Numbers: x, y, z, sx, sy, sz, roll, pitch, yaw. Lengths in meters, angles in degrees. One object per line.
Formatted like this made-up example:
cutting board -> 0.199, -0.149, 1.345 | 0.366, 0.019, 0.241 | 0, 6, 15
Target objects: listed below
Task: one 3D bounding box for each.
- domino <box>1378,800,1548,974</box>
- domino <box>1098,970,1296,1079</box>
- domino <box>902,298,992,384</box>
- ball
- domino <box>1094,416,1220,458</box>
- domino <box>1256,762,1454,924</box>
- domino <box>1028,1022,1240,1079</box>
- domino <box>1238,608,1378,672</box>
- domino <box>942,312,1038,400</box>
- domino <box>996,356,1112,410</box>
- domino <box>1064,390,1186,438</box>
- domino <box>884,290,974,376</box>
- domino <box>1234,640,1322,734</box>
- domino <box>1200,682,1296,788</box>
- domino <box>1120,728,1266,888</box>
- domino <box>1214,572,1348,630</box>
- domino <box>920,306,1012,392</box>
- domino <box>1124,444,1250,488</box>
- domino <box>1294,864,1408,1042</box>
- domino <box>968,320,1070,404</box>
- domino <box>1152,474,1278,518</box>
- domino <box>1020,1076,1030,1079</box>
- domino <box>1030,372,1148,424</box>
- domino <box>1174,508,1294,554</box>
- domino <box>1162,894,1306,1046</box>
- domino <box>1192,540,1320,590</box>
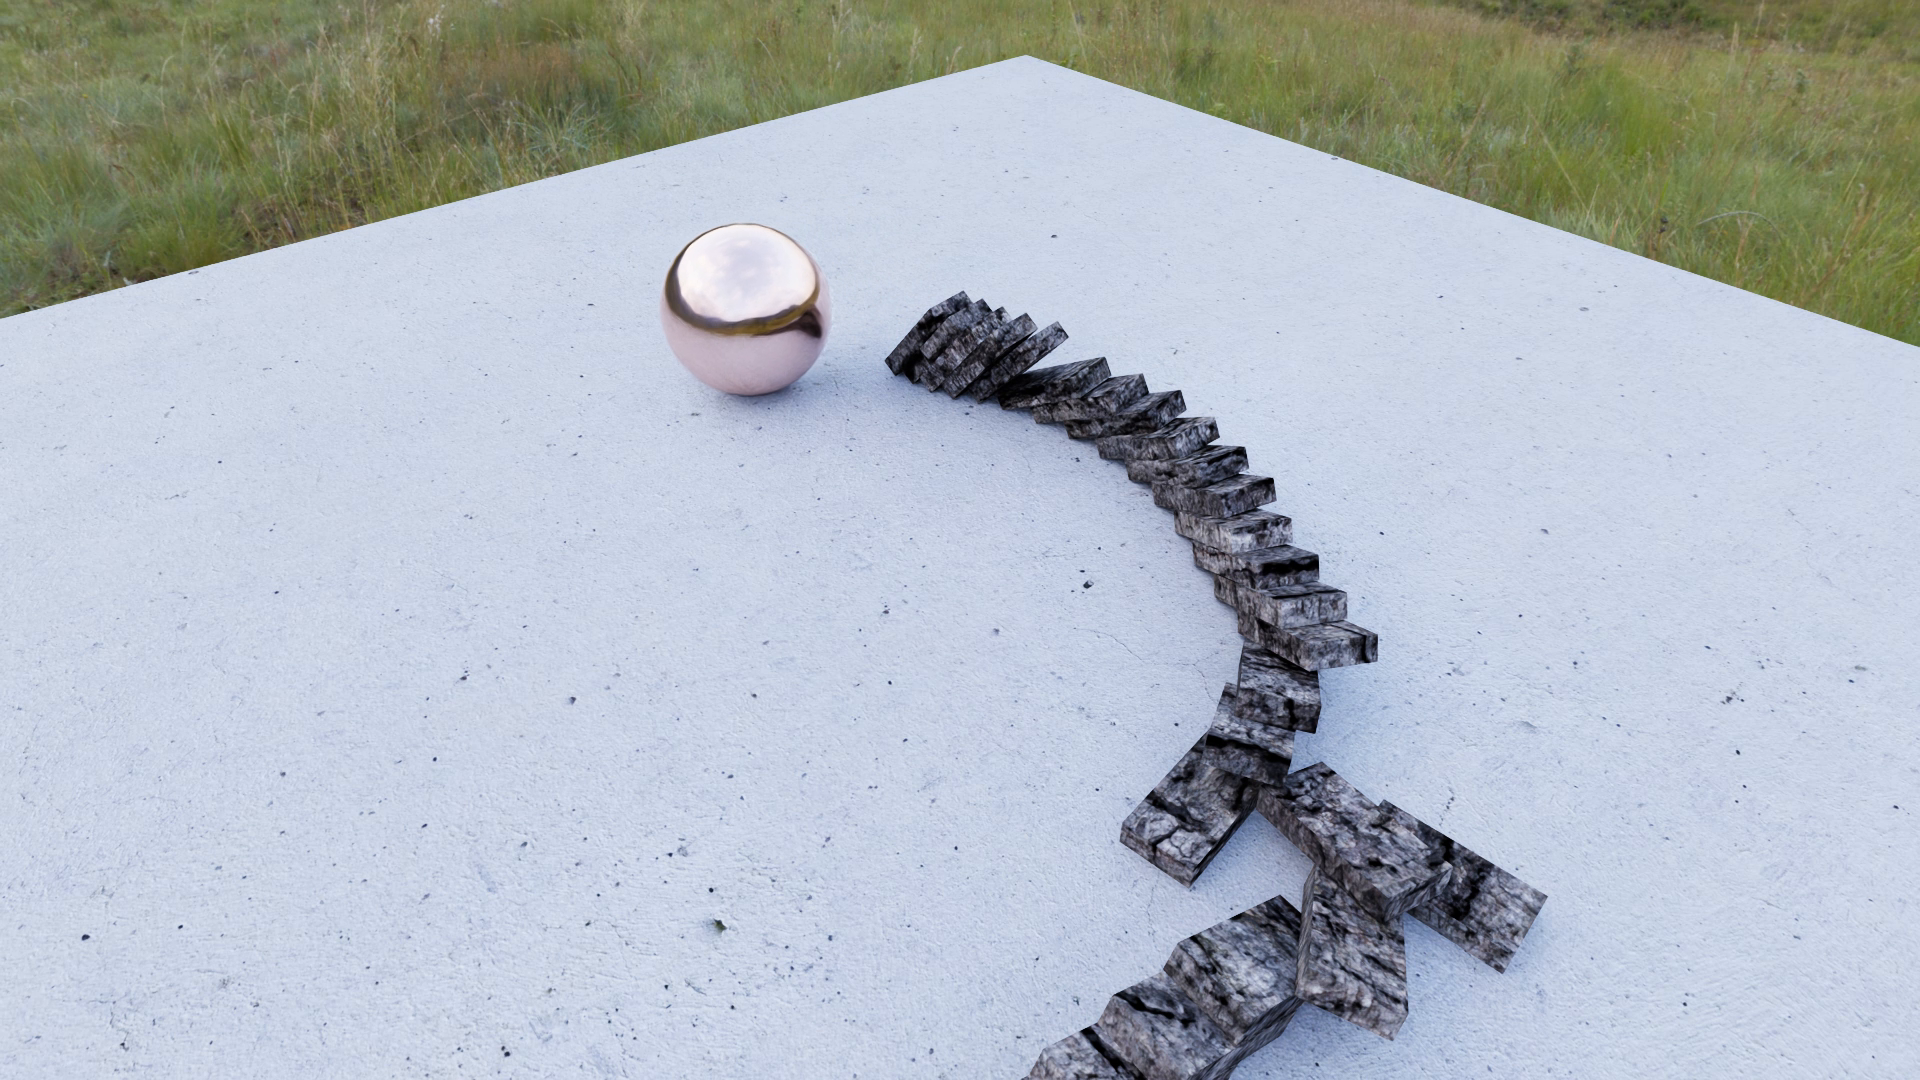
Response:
domino -> 0.140, 0.100, 0.321 | 0.050, 0.010, 0.025 | 30, 48, 32
domino -> 0.061, 0.121, 0.279 | 0.050, 0.010, 0.025 | -1, 31, -44
domino -> -0.006, -0.096, 0.532 | 0.025, 0.050, 0.009 | -37, 90, -36
ball -> -0.101, -0.109, 0.521 | 0.080, 0.080, 0.080 | 0, 39, 0
domino -> 0.085, -0.045, 0.480 | 0.025, 0.009, 0.050 | -27, 18, -29
domino -> 0.113, 0.086, 0.320 | 0.025, 0.010, 0.050 | -13, 32, -25
domino -> 0.043, 0.129, 0.269 | 0.050, 0.009, 0.025 | 0, 30, -44
domino -> 0.120, 0.033, 0.385 | 0.025, 0.009, 0.050 | -6, 11, -12
domino -> 0.014, -0.087, 0.521 | 0.025, 0.050, 0.010 | -37, 90, -36
domino -> 0.043, -0.073, 0.514 | 0.050, 0.009, 0.025 | -2, 27, 48
domino -> 0.074, -0.056, 0.494 | 0.025, 0.010, 0.050 | -34, 22, -35
domino -> -0.015, -0.101, 0.538 | 0.025, 0.050, 0.010 | -37, 90, -36
domino -> 0.106, 0.048, 0.368 | 0.025, 0.009, 0.050 | 11, 15, 13
domino -> 0.094, 0.061, 0.352 | 0.025, 0.009, 0.050 | 15, 16, 16
domino -> 0.075, 0.082, 0.343 | 0.025, 0.009, 0.050 | 29, 48, 31
domino -> 0.115, 0.020, 0.400 | 0.025, 0.010, 0.050 | -7, 12, -13
domino -> 0.003, -0.091, 0.526 | 0.025, 0.050, 0.010 | -37, 90, -36
domino -> 0.095, -0.032, 0.465 | 0.025, 0.009, 0.050 | -21, 15, -23
domino -> 0.105, 0.108, 0.295 | 0.025, 0.010, 0.050 | 22, 22, 13
domino -> 0.027, -0.083, 0.518 | 0.025, 0.050, 0.009 | -37, 93, -36
domino -> 0.103, -0.020, 0.449 | 0.025, 0.010, 0.050 | -17, 14, -19
domino -> 0.026, 0.138, 0.259 | 0.050, 0.009, 0.025 | 0, 30, -44
domino -> 0.059, -0.065, 0.505 | 0.025, 0.009, 0.050 | -35, 22, -35
domino -> 0.106, -0.006, 0.433 | 0.025, 0.009, 0.050 | -10, 12, -12
domino -> 0.079, 0.112, 0.291 | 0.050, 0.009, 0.025 | -2, 31, -44
domino -> 0.111, 0.007, 0.416 | 0.025, 0.010, 0.050 | -8, 12, -13
